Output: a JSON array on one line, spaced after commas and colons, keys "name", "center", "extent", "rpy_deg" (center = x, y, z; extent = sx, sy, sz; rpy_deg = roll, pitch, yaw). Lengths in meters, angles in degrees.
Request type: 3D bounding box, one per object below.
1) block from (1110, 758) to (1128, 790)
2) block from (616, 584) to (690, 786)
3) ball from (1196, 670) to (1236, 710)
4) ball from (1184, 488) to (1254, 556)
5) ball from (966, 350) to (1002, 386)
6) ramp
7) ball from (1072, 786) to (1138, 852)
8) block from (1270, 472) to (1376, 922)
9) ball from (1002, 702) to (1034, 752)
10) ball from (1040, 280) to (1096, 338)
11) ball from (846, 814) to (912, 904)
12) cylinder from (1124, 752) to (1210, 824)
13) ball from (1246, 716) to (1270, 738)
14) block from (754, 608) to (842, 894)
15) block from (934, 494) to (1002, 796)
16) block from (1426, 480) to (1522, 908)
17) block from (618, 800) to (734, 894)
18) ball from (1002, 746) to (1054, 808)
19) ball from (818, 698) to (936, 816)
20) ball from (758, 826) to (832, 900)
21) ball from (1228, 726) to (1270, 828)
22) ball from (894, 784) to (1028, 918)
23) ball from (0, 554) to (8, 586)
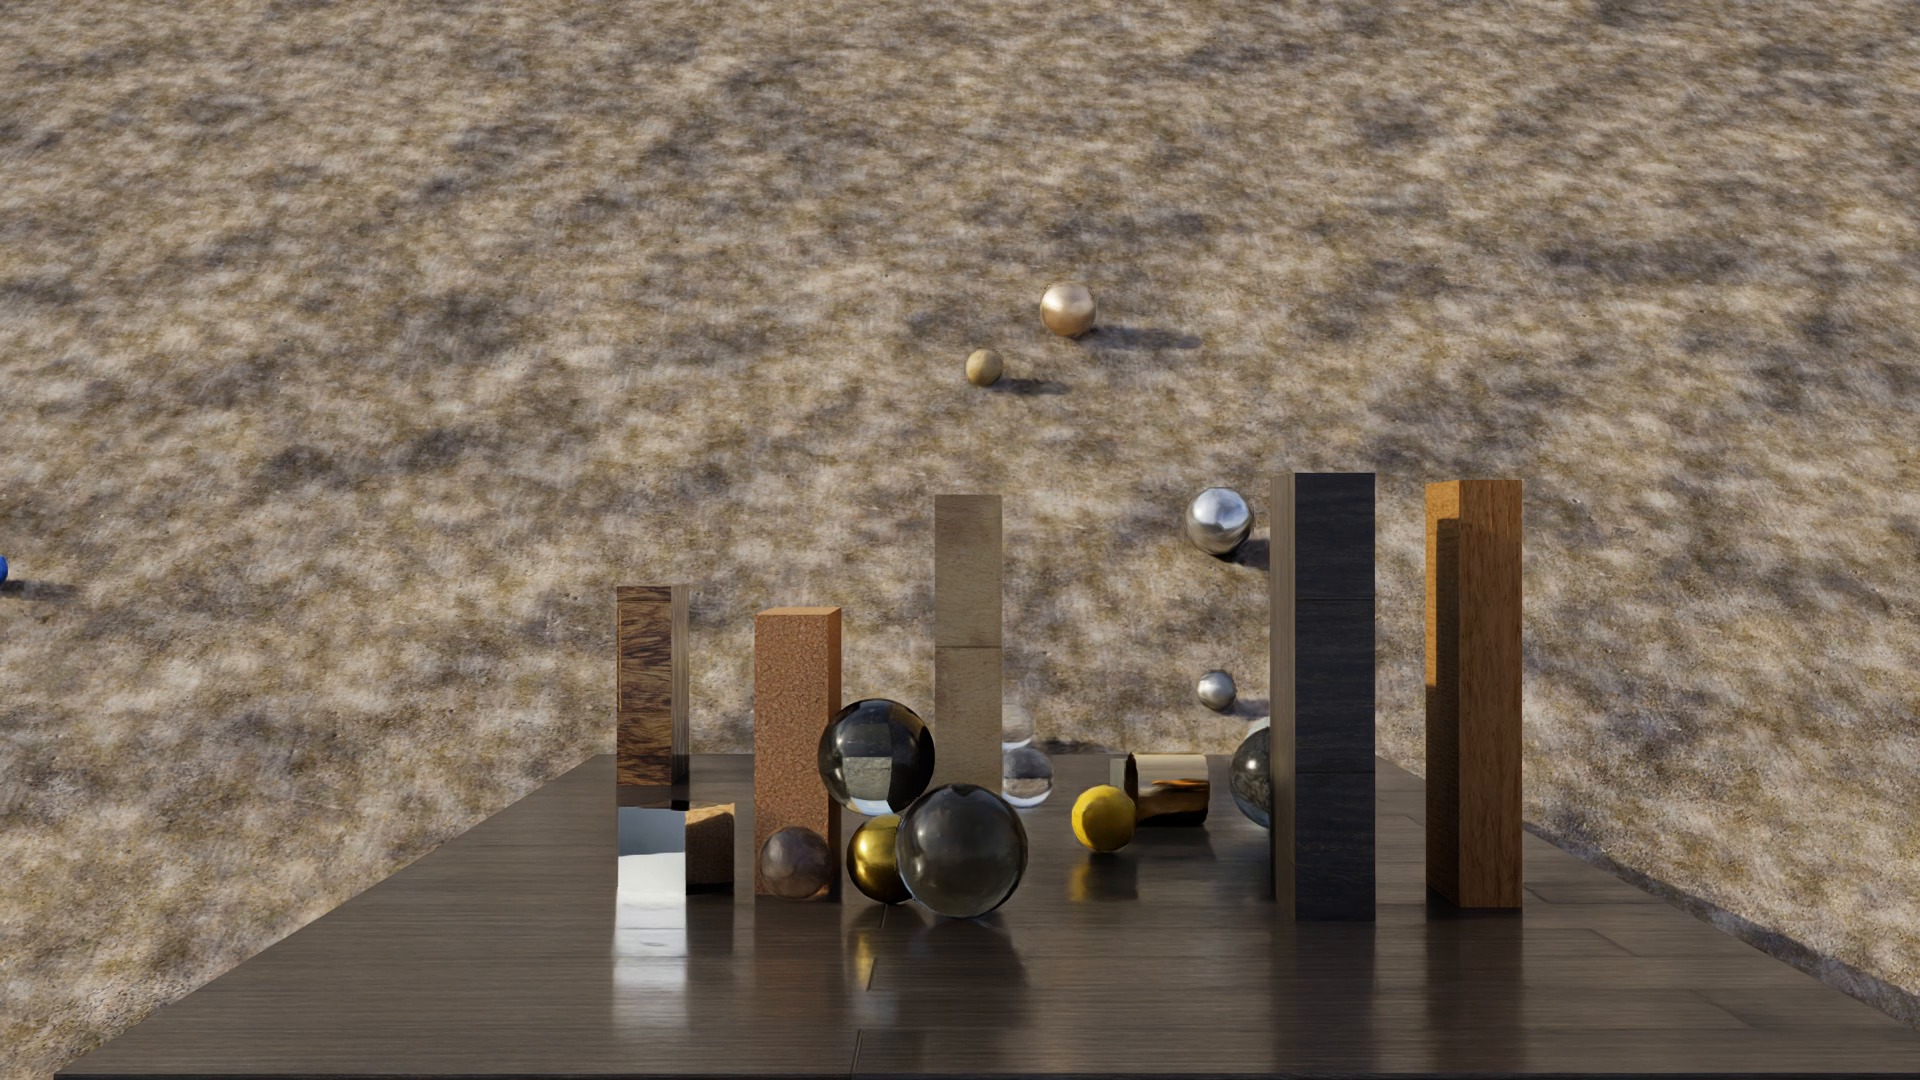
[{"name": "block", "center": [0.366, 0.493, 5.143], "extent": [0.112, 0.112, 0.112], "rpy_deg": [0, 0, -10]}, {"name": "block", "center": [-0.710, 0.327, 6.006], "extent": [0.122, 0.446, 0.388], "rpy_deg": [0, 0, 0]}, {"name": "ball", "center": [0.692, 0.405, 6.974], "extent": [0.108, 0.108, 0.108], "rpy_deg": [0, 30, 0]}, {"name": "ball", "center": [0.767, -0.055, 7.675], "extent": [0.204, 0.204, 0.204], "rpy_deg": [0, 30, 0]}, {"name": "ball", "center": [0.081, -0.576, 8.653], "extent": [0.124, 0.124, 0.124], "rpy_deg": [0, 30, 0]}, {"name": "ramp", "center": [0.067, 0.599, 4.659], "extent": [2.000, 0.100, 4.000], "rpy_deg": [0, 0, 0]}, {"name": "ball", "center": [0.254, 0.490, 4.552], "extent": [0.117, 0.117, 0.117], "rpy_deg": [0, 30, 0]}, {"name": "block", "center": [0.540, 0.226, 3.873], "extent": [0.115, 0.645, 0.297], "rpy_deg": [0, 0, 0]}, {"name": "ball", "center": [0.133, 0.490, 6.789], "extent": [0.127, 0.127, 0.127], "rpy_deg": [0, 30, 0]}, {"name": "ball", "center": [0.377, -0.801, 8.972], "extent": [0.195, 0.195, 0.195], "rpy_deg": [0, 30, 0]}, {"name": "ball", "center": [-0.105, 0.481, 3.913], "extent": [0.135, 0.135, 0.135], "rpy_deg": [0, 30, 0]}, {"name": "cylinder", "center": [0.400, 0.480, 5.007], "extent": [0.138, 0.138, 0.138], "rpy_deg": [0, 30, -7]}, {"name": "ball", "center": [0.726, 0.475, 5.928], "extent": [0.150, 0.150, 0.150], "rpy_deg": [0, 30, 0]}, {"name": "block", "center": [-0.261, 0.332, 4.231], "extent": [0.114, 0.434, 0.449], "rpy_deg": [0, 0, 0]}, {"name": "block", "center": [0.013, 0.240, 4.116], "extent": [0.101, 0.617, 0.420], "rpy_deg": [0, 0, 0]}, {"name": "block", "center": [0.792, 0.229, 4.001], "extent": [0.094, 0.638, 0.277], "rpy_deg": [0, 0, 0]}, {"name": "block", "center": [-0.448, 0.484, 4.092], "extent": [0.130, 0.130, 0.130], "rpy_deg": [0, 0, 30]}, {"name": "ball", "center": [0.132, 0.487, 5.314], "extent": [0.125, 0.125, 0.125], "rpy_deg": [0, 30, 0]}, {"name": "ball", "center": [-0.128, 0.332, 3.957], "extent": [0.181, 0.181, 0.181], "rpy_deg": [0, 30, 0]}, {"name": "ball", "center": [-0.251, 0.493, 3.950], "extent": [0.113, 0.113, 0.113], "rpy_deg": [0, 30, 0]}, {"name": "ball", "center": [0.609, 0.450, 4.900], "extent": [0.198, 0.198, 0.198], "rpy_deg": [0, 30, 0]}, {"name": "ball", "center": [0.002, 0.451, 3.761], "extent": [0.195, 0.195, 0.195], "rpy_deg": [0, 30, 0]}, {"name": "ball", "center": [-2.825, 0.087, 7.517], "extent": [0.115, 0.115, 0.115], "rpy_deg": [0, 30, 0]}]
